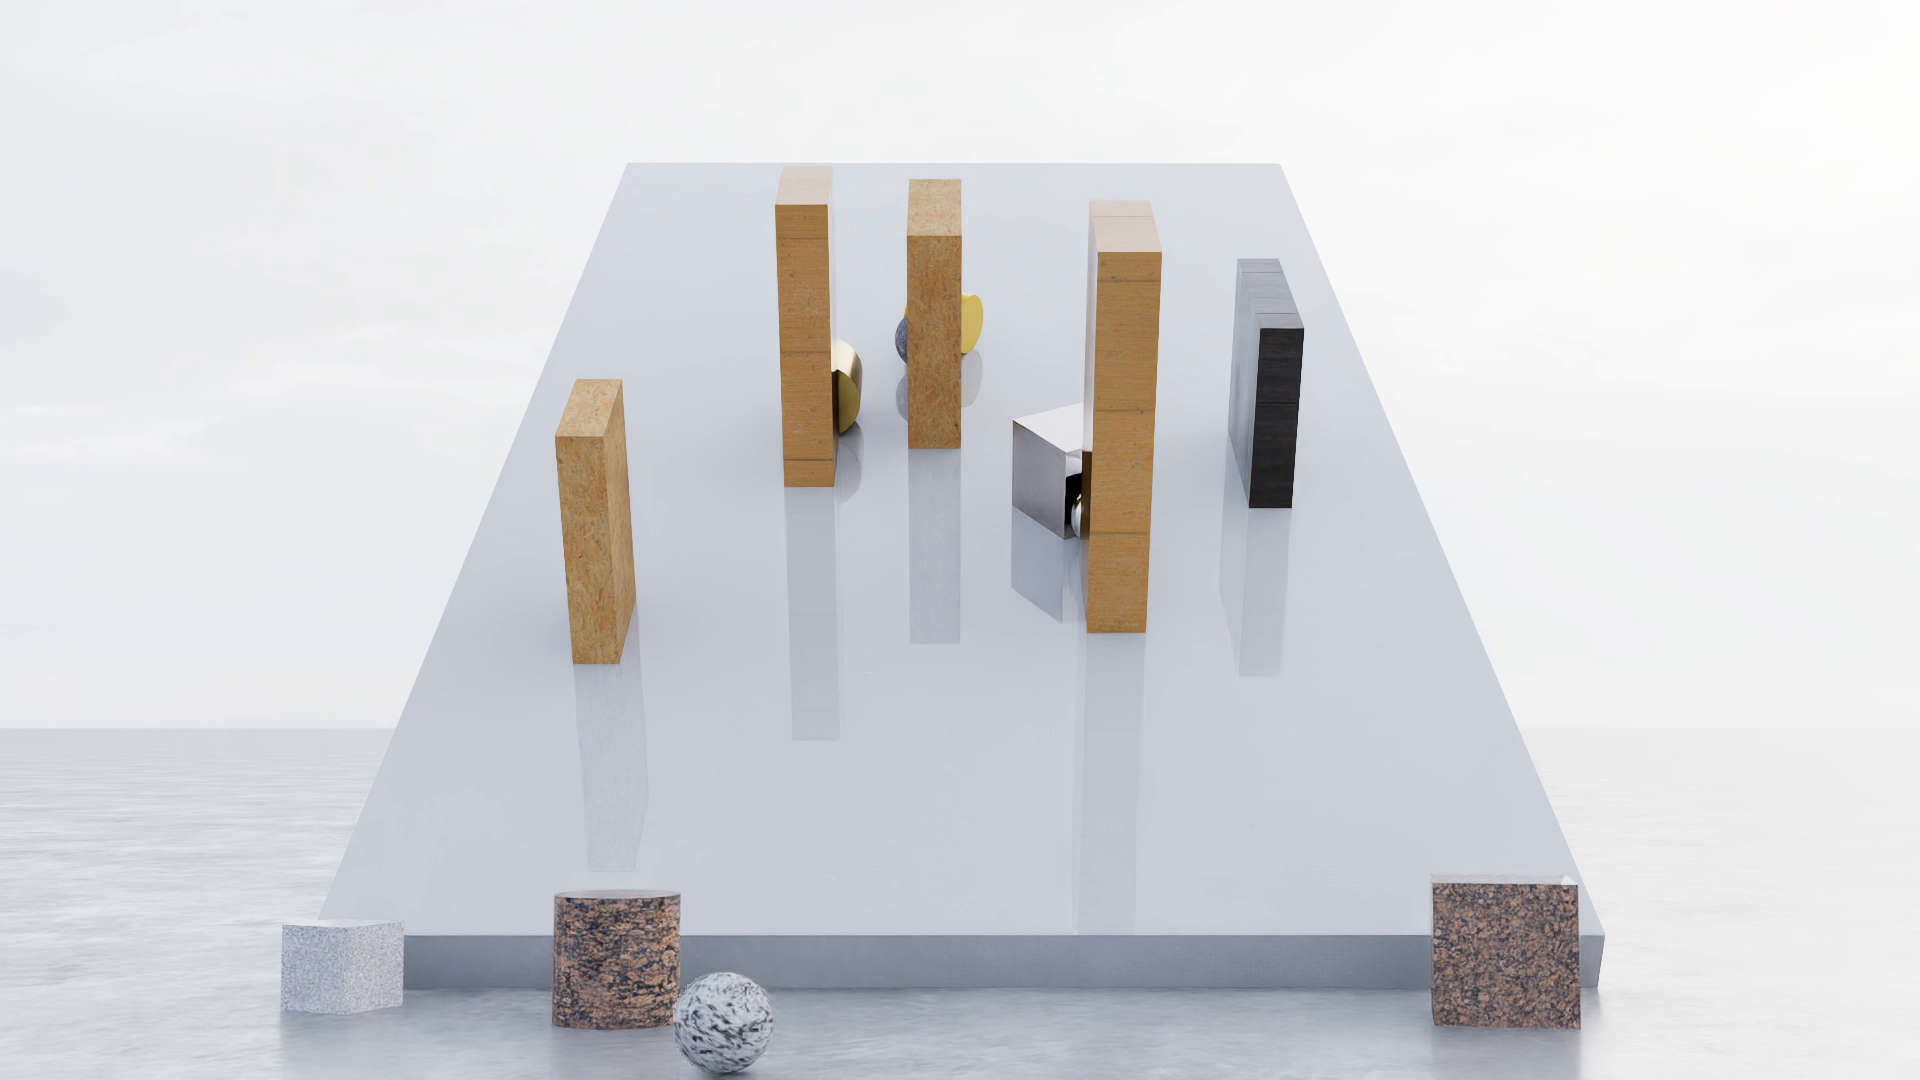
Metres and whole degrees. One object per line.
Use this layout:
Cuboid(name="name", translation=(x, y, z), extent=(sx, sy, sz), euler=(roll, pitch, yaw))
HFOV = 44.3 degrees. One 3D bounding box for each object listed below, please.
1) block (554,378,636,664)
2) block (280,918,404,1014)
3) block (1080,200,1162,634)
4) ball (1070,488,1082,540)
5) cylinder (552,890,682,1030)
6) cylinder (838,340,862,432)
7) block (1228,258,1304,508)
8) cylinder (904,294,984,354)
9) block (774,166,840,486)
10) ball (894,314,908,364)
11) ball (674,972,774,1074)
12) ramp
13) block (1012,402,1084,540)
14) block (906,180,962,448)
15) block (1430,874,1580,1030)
Cuboid(name="block", translation=(-0.680, -0.036, 4.428), extent=(0.087, 0.464, 0.269), euler=(0, 26, 0))
Cuboid(name="block", translation=(-0.899, 0.619, 3.438), extent=(0.122, 0.122, 0.122), euler=(-2, -5, 27))
Cuboid(name="block", translation=(0.300, -0.231, 4.485), extent=(0.114, 0.768, 0.294), euler=(0, 26, 0))
Cuboid(name="ball", translation=(0.299, -0.051, 4.821), extent=(0.148, 0.148, 0.148), euler=(0, -4, 0))
Cuboid(name="cylinder", translation=(-0.476, 0.580, 3.276), extent=(0.176, 0.176, 0.176), euler=(0, -4, 0))
Cuboid(name="cylinder", translation=(-0.314, -0.350, 5.393), extent=(0.178, 0.178, 0.178), euler=(0, 26, 0))
Cuboid(name="block", translation=(0.661, -0.346, 5.126), extent=(0.091, 0.410, 0.427), euler=(0, 26, 0))
Cuboid(name="cylinder", translation=(-0.041, -0.545, 5.827), extent=(0.146, 0.146, 0.146), euler=(14, 2, 24))
Cuboid(name="block", translation=(-0.327, -0.459, 5.093), extent=(0.108, 0.638, 0.264), euler=(0, 26, 0))
Cuboid(name="ball", translation=(-0.082, -0.484, 5.695), extent=(0.151, 0.151, 0.151), euler=(0, -4, 0))
Cuboid(name="ball", translation=(-0.280, 0.572, 2.796), extent=(0.118, 0.118, 0.118), euler=(0, -4, 0))
Cuboid(name="ramp", translation=(-0.010, -0.228, 5.461), extent=(2.000, 0.100, 4.000), euler=(0, 26, 0))
Cuboid(name="block", translation=(0.247, -0.150, 4.964), extent=(0.199, 0.199, 0.199), euler=(-15, 30, -28))
Cuboid(name="block", translation=(-0.057, -0.519, 5.370), extent=(0.119, 0.501, 0.401), euler=(0, 26, 0))
Cuboid(name="block", translation=(0.761, 0.573, 3.310), extent=(0.194, 0.194, 0.194), euler=(-1, -4, 10))
